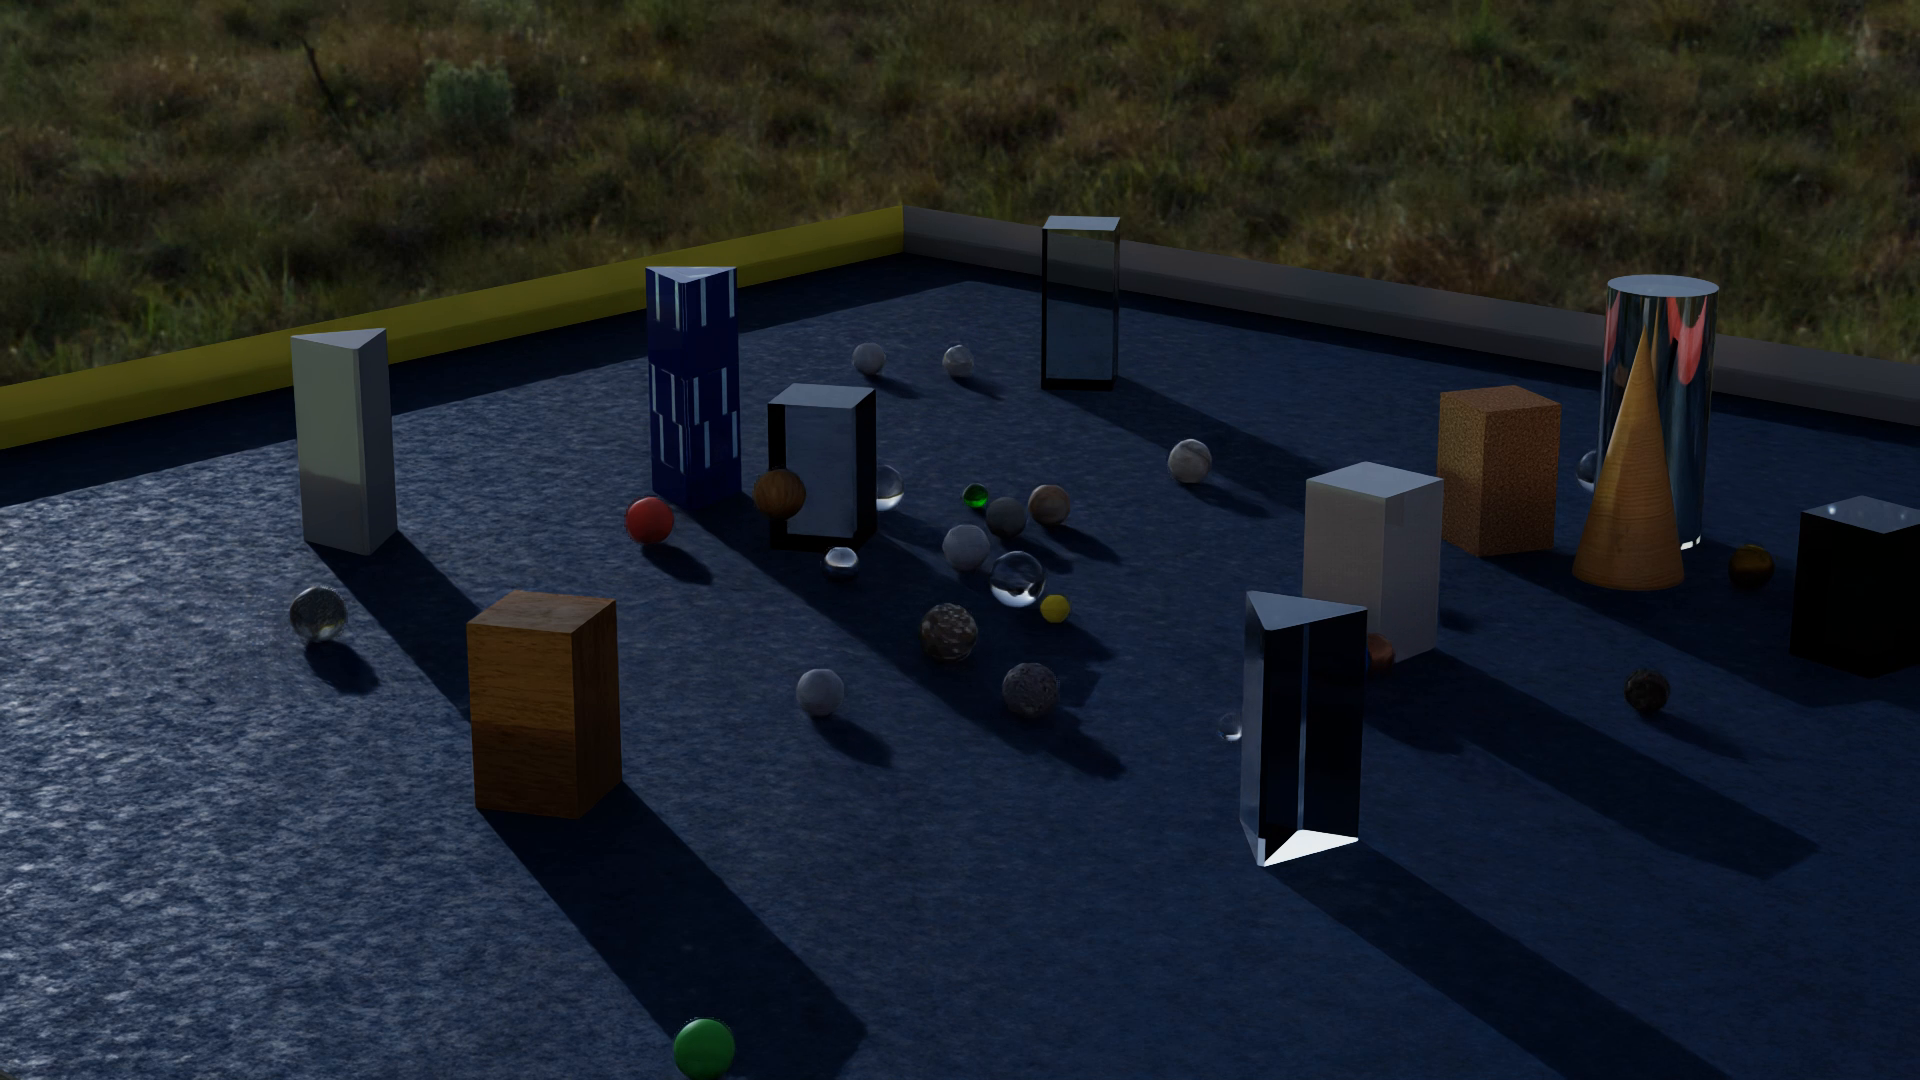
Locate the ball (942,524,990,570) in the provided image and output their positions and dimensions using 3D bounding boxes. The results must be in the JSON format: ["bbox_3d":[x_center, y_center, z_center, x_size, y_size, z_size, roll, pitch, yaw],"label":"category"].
[{"bbox_3d":[0.011,0.013,5.264,0.084,0.084,0.084,0,17,0],"label":"ball"}]

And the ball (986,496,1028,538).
[{"bbox_3d":[0.086,-0.041,5.457,0.078,0.078,0.078,0,17,0],"label":"ball"}]

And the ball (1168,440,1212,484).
[{"bbox_3d":[0.458,-0.156,5.824,0.087,0.087,0.087,0,17,0],"label":"ball"}]

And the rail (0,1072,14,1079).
[{"bbox_3d":[-1.447,0.513,3.524,4.292,0.129,0.045,14,22,39],"label":"rail"}]

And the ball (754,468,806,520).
[{"bbox_3d":[-0.326,-0.083,5.314,0.092,0.092,0.092,0,17,0],"label":"ball"}]

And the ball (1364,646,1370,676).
[{"bbox_3d":[0.600,0.189,4.653,0.099,0.099,0.099,0,17,0],"label":"ball"}]

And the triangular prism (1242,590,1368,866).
[{"bbox_3d":[0.440,0.250,4.040,0.172,0.338,0.149,-11,20,-32],"label":"triangular prism"}]

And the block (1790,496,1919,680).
[{"bbox_3d":[1.478,0.075,4.783,0.159,0.244,0.159,-12,21,-35],"label":"block"}]

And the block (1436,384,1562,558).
[{"bbox_3d":[0.990,-0.129,5.408,0.159,0.274,0.159,-6,18,-21],"label":"block"}]

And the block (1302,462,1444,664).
[{"bbox_3d":[0.677,0.040,4.820,0.159,0.290,0.159,16,23,42],"label":"block"}]

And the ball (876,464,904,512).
[{"bbox_3d":[-0.152,-0.100,5.626,0.092,0.092,0.092,0,17,0],"label":"ball"}]

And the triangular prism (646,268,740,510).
[{"bbox_3d":[-0.540,-0.302,5.682,0.149,0.447,0.172,10,19,29],"label":"triangular prism"}]

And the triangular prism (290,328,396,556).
[{"bbox_3d":[-1.107,-0.189,5.412,0.172,0.387,0.149,12,21,35],"label":"triangular prism"}]

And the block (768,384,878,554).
[{"bbox_3d":[-0.253,-0.132,5.415,0.159,0.276,0.159,4,17,14],"label":"block"}]

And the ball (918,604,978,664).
[{"bbox_3d":[-0.019,0.152,4.780,0.098,0.098,0.098,0,17,0],"label":"ball"}]

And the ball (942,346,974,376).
[{"bbox_3d":[-0.004,-0.408,6.684,0.072,0.072,0.072,0,17,0],"label":"ball"}]

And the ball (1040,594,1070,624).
[{"bbox_3d":[0.162,0.117,4.981,0.050,0.050,0.050,0,17,0],"label":"ball"}]

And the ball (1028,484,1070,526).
[{"bbox_3d":[0.169,-0.066,5.533,0.081,0.081,0.081,0,17,0],"label":"ball"}]

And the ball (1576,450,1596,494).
[{"bbox_3d":[1.251,-0.132,5.741,0.088,0.088,0.088,0,17,0],"label":"ball"}]

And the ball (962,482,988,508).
[{"bbox_3d":[0.030,-0.086,5.655,0.049,0.049,0.049,0,17,0],"label":"ball"}]

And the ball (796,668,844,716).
[{"bbox_3d":[-0.216,0.236,4.542,0.075,0.075,0.075,0,17,0],"label":"ball"}]

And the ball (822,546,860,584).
[{"bbox_3d":[-0.210,0.044,5.197,0.066,0.066,0.066,0,17,0],"label":"ball"}]

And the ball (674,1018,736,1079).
[{"bbox_3d":[-0.295,0.588,3.378,0.072,0.072,0.072,0,17,0],"label":"ball"}]

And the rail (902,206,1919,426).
[{"bbox_3d":[1.447,-0.448,6.715,4.292,0.129,0.045,14,22,39],"label":"rail"}]

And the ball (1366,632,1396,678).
[{"bbox_3d":[0.663,0.186,4.712,0.073,0.073,0.073,0,17,0],"label":"ball"}]

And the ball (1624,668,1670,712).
[{"bbox_3d":[1.069,0.234,4.560,0.069,0.069,0.069,0,17,0],"label":"ball"}]

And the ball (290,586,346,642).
[{"bbox_3d":[-1.069,0.124,4.884,0.092,0.092,0.092,0,17,0],"label":"ball"}]

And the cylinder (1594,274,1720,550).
[{"bbox_3d":[1.281,-0.236,5.412,0.199,0.476,0.199,0,17,0],"label":"cylinder"}]

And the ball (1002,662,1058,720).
[{"bbox_3d":[0.108,0.233,4.530,0.088,0.088,0.088,0,17,0],"label":"ball"}]

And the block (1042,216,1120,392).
[{"bbox_3d":[0.272,-0.533,6.592,0.159,0.365,0.159,2,17,7],"label":"block"}]

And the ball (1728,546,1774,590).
[{"bbox_3d":[1.392,0.048,5.158,0.078,0.078,0.078,0,17,0],"label":"ball"}]

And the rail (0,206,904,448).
[{"bbox_3d":[-1.602,-0.369,6.452,0.045,0.129,4.461,14,22,39],"label":"rail"}]

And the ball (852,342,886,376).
[{"bbox_3d":[-0.208,-0.414,6.696,0.077,0.077,0.077,0,17,0],"label":"ball"}]

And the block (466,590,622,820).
[{"bbox_3d":[-0.593,0.234,4.197,0.159,0.278,0.159,5,17,16],"label":"block"}]

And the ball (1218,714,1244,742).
[{"bbox_3d":[0.411,0.283,4.440,0.043,0.043,0.043,0,17,0],"label":"ball"}]

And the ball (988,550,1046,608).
[{"bbox_3d":[0.099,0.068,5.058,0.098,0.098,0.098,0,17,0],"label":"ball"}]

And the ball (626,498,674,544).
[{"bbox_3d":[-0.573,-0.036,5.423,0.087,0.087,0.087,0,17,0],"label":"ball"}]

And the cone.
[{"bbox_3d":[1.197,-0.159,5.187,0.199,0.460,0.199,0,17,0],"label":"cone"}]
